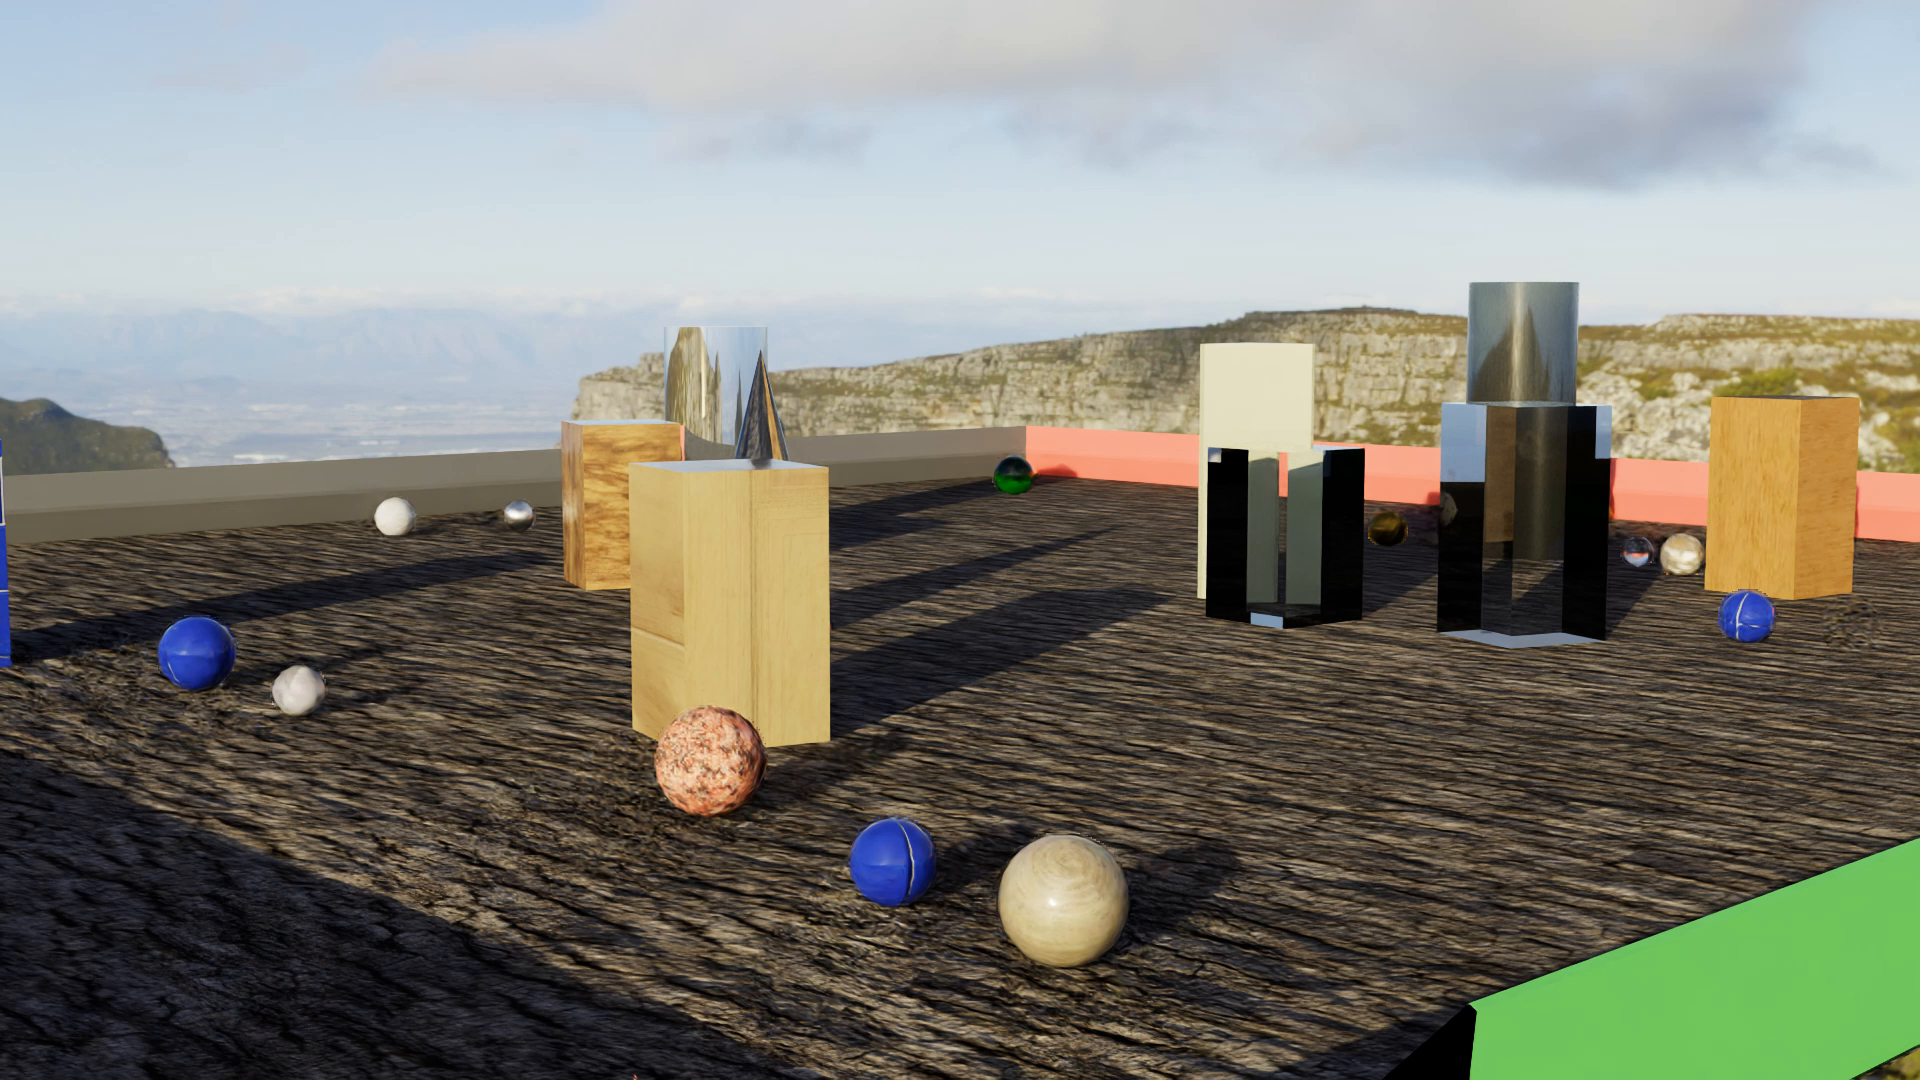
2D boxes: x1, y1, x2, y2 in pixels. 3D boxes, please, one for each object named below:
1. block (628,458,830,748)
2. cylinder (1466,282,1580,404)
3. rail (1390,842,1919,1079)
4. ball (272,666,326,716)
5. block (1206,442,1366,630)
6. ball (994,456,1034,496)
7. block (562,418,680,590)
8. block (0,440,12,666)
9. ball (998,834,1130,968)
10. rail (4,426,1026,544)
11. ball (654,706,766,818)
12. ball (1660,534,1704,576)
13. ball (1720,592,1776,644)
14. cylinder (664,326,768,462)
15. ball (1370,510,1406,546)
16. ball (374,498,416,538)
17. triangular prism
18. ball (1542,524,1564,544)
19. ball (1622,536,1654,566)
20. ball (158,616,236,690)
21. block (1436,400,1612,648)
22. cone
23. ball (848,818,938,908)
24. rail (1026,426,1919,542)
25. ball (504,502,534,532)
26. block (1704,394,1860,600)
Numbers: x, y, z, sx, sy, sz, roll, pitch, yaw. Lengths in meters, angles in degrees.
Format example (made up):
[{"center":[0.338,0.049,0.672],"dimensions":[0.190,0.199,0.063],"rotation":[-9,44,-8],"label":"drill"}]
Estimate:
[{"center":[-0.242,0.064,2.302],"dimensions":[0.159,0.285,0.159],"rotation":[-3,7,-28],"label":"block"},{"center":[1.038,-0.228,4.075],"dimensions":[0.199,0.497,0.199],"rotation":[0,6,0],"label":"cylinder"},{"center":[1.257,0.175,1.977],"dimensions":[3.962,0.129,0.045],"rotation":[-5,8,-42],"label":"rail"},{"center":[-0.728,0.166,2.422],"dimensions":[0.056,0.056,0.056],"rotation":[0,6,0],"label":"ball"},{"center":[0.470,-0.010,3.184],"dimensions":[0.159,0.249,0.159],"rotation":[-5,8,-38],"label":"block"},{"center":[0.131,-0.156,5.323],"dimensions":[0.096,0.096,0.096],"rotation":[0,6,0],"label":"ball"},{"center":[-0.555,-0.062,3.606],"dimensions":[0.159,0.264,0.159],"rotation":[-2,6,-22],"label":"block"},{"center":[-1.300,0.013,2.783],"dimensions":[0.159,0.285,0.159],"rotation":[-3,7,-28],"label":"block"},{"center":[0.071,0.246,1.497],"dimensions":[0.090,0.090,0.090],"rotation":[0,6,0],"label":"ball"},{"center":[-1.257,-0.108,4.687],"dimensions":[3.962,0.129,0.045],"rotation":[-5,8,-42],"label":"rail"},{"center":[-0.220,0.196,1.940],"dimensions":[0.098,0.098,0.098],"rotation":[0,6,0],"label":"ball"},{"center":[1.213,0.025,3.694],"dimensions":[0.072,0.072,0.072],"rotation":[0,6,0],"label":"ball"},{"center":[1.057,0.104,2.952],"dimensions":[0.070,0.070,0.070],"rotation":[0,6,0],"label":"ball"},{"center":[-0.469,-0.204,4.244],"dimensions":[0.199,0.414,0.199],"rotation":[0,6,0],"label":"cylinder"},{"center":[0.810,-0.022,4.161],"dimensions":[0.069,0.069,0.069],"rotation":[0,6,0],"label":"ball"},{"center":[-1.114,-0.045,4.340],"dimensions":[0.078,0.078,0.078],"rotation":[0,6,0],"label":"ball"},{"center":[0.460,-0.113,3.473],"dimensions":[0.172,0.394,0.149],"rotation":[0,6,1],"label":"triangular prism"},{"center":[1.127,-0.012,4.180],"dimensions":[0.040,0.040,0.040],"rotation":[0,6,0],"label":"ball"},{"center":[1.185,0.020,3.841],"dimensions":[0.052,0.052,0.052],"rotation":[0,6,0],"label":"ball"},{"center":[-0.897,0.134,2.584],"dimensions":[0.087,0.087,0.087],"rotation":[0,6,0],"label":"ball"},{"center":[0.767,-0.026,2.996],"dimensions":[0.159,0.319,0.159],"rotation":[-3,7,-24],"label":"block"},{"center":[-0.277,-0.071,3.076],"dimensions":[0.199,0.393,0.199],"rotation":[0,6,0],"label":"cone"},{"center":[-0.050,0.242,1.648],"dimensions":[0.066,0.066,0.066],"rotation":[0,6,0],"label":"ball"},{"center":[1.439,-0.104,4.652],"dimensions":[0.045,0.129,3.755],"rotation":[-5,8,-42],"label":"rail"},{"center":[-0.893,-0.048,4.450],"dimensions":[0.061,0.061,0.061],"rotation":[0,6,0],"label":"ball"},{"center":[1.305,-0.072,3.492],"dimensions":[0.159,0.309,0.159],"rotation":[-4,7,-36],"label":"block"}]
